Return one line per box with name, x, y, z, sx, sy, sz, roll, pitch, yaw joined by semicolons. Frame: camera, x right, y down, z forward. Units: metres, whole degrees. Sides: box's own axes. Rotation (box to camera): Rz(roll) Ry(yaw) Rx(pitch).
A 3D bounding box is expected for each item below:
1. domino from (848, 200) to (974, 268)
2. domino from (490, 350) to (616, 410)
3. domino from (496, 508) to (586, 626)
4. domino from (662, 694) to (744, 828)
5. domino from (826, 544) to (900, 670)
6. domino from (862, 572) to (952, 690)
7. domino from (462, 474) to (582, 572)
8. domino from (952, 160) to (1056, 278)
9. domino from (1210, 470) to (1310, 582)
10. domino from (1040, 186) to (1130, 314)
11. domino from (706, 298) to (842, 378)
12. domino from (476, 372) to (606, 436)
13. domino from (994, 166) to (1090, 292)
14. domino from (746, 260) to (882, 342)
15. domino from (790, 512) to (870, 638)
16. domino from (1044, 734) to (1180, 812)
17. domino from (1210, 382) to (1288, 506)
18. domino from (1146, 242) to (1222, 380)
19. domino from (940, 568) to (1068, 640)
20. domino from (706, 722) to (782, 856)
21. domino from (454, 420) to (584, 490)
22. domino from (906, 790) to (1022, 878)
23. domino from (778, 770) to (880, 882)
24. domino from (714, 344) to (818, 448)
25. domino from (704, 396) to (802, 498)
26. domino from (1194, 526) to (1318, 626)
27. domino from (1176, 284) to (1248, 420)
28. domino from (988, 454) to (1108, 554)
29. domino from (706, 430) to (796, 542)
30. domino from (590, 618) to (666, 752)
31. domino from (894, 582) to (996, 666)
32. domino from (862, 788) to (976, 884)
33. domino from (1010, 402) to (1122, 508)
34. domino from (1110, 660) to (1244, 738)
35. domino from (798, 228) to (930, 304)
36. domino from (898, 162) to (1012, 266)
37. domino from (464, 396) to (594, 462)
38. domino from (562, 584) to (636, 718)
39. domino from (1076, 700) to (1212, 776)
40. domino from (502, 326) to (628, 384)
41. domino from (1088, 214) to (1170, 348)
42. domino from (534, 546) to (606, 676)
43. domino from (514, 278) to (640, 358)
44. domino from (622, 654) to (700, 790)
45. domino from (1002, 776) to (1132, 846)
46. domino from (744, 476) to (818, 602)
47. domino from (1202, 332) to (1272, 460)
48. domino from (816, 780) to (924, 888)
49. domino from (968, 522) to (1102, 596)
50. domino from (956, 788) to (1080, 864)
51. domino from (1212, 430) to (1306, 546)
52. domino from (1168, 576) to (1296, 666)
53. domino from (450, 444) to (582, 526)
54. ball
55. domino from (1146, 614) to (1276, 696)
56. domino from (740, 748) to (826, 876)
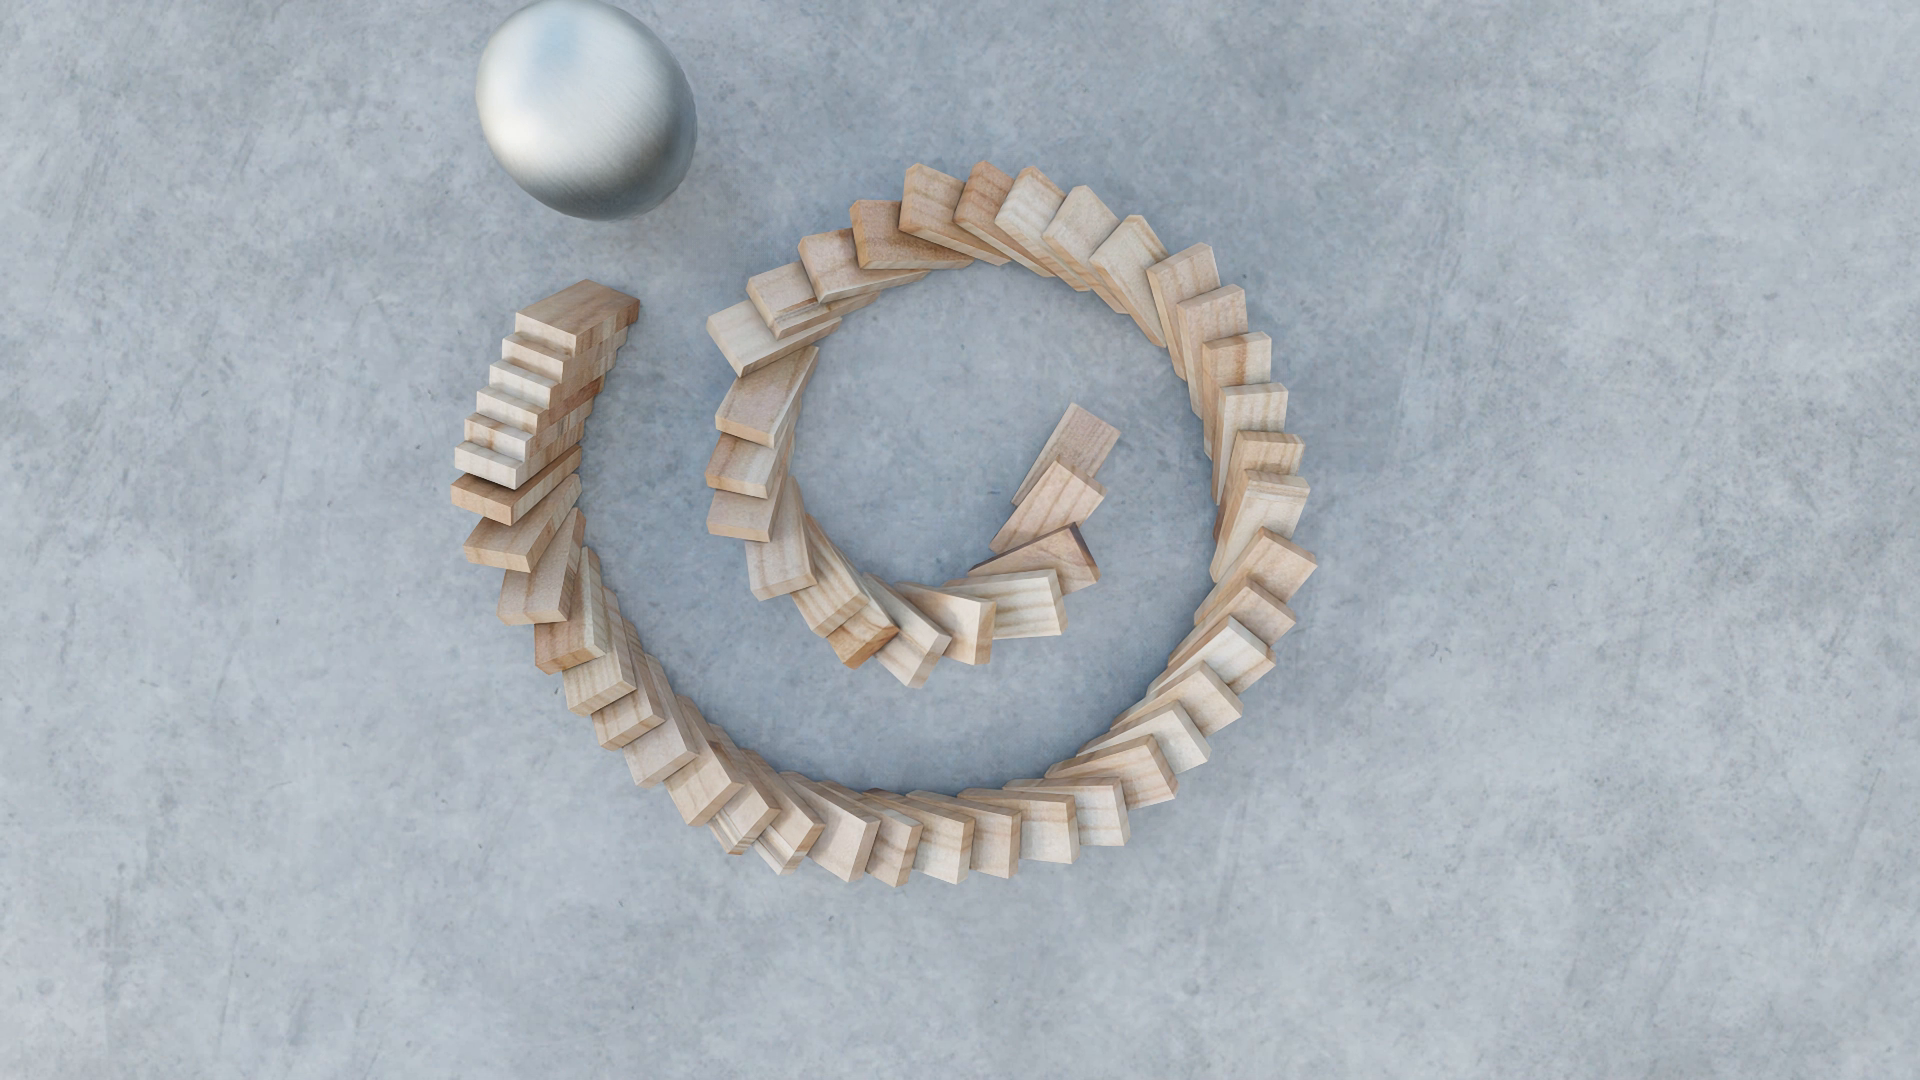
domino;-0.020;-0.127;0.383;0.050;0.010;0.025;-10;90;-30
domino;-0.166;-0.072;0.376;0.025;0.050;0.009;21;123;0
domino;-0.174;0.010;0.382;0.025;0.010;0.050;-5;57;0
domino;-0.113;0.091;0.383;0.025;0.009;0.050;-44;59;1
domino;-0.049;0.027;0.382;0.025;0.009;0.050;-41;55;1
domino;-0.028;0.037;0.380;0.050;0.009;0.025;36;98;37
domino;-0.180;-0.010;0.379;0.025;0.050;0.010;10;134;0
domino;0.023;-0.133;0.383;0.050;0.010;0.025;22;90;-31
domino;0.124;-0.004;0.382;0.025;0.010;0.050;8;122;-3
domino;0.059;-0.121;0.383;0.050;0.009;0.025;35;87;-30
domino;-0.077;-0.090;0.384;0.050;0.009;0.025;-34;87;-28
domino;-0.171;-0.061;0.376;0.025;0.050;0.009;21;123;0
domino;0.040;-0.129;0.382;0.050;0.009;0.025;30;86;-31
domino;-0.061;-0.105;0.384;0.050;0.010;0.025;-30;88;-27
domino;-0.060;0.014;0.382;0.025;0.009;0.050;-39;56;1
domino;0.063;0.101;0.382;0.050;0.009;0.025;-27;94;31
domino;0.120;-0.040;0.383;0.025;0.009;0.050;-5;121;0
domino;0.097;-0.095;0.382;0.025;0.010;0.050;-27;122;-1
domino;0.018;0.028;0.381;0.050;0.009;0.025;-7;106;29
domino;-0.099;0.103;0.383;0.025;0.009;0.050;-48;59;1
domino;-0.180;-0.040;0.376;0.025;0.050;0.009;20;123;0
domino;0.000;0.122;0.384;0.050;0.010;0.025;3;90;28
domino;-0.058;0.118;0.382;0.050;0.009;0.025;19;92;32
domino;-0.080;-0.064;0.383;0.025;0.009;0.050;19;59;0
domino;-0.085;-0.043;0.382;0.025;0.010;0.050;12;59;2
domino;0.123;0.021;0.383;0.025;0.009;0.050;29;119;-2
domino;0.107;-0.078;0.382;0.025;0.009;0.050;-19;122;-1
domino;0.036;-0.009;0.384;0.025;0.010;0.050;37;119;0
domino;-0.087;-0.025;0.384;0.025;0.009;0.050;8;61;0
domino;-0.143;0.060;0.383;0.025;0.010;0.050;-31;59;0
domino;-0.008;0.034;0.379;0.050;0.010;0.025;10;97;42
domino;-0.019;0.123;0.383;0.050;0.009;0.025;8;92;29
domino;0.045;-0.031;0.395;0.025;0.010;0.050;31;90;0
domino;0.090;0.074;0.383;0.025;0.009;0.050;48;121;0
domino;-0.040;-0.118;0.385;0.050;0.009;0.025;-21;90;-27
domino;0.000;-0.135;0.382;0.050;0.010;0.025;9;86;-32
domino;-0.176;-0.051;0.376;0.025;0.050;0.009;21;123;0
domino;-0.153;0.046;0.381;0.025;0.010;0.050;-29;55;2
domino;0.076;0.089;0.383;0.050;0.010;0.025;-35;90;31
domino;-0.161;-0.082;0.376;0.025;0.050;0.009;21;123;0
domino;0.079;-0.108;0.384;0.025;0.010;0.050;-47;120;0
domino;-0.163;0.029;0.382;0.025;0.009;0.050;-20;56;0
domino;-0.156;-0.092;0.376;0.025;0.050;0.010;21;123;0
domino;-0.131;0.075;0.384;0.025;0.010;0.050;-34;61;0
domino;0.044;0.113;0.383;0.050;0.009;0.025;-10;93;29
domino;-0.076;-0.001;0.382;0.025;0.010;0.050;-17;58;1
domino;0.115;-0.060;0.383;0.025;0.010;0.050;-11;121;-1
domino;-0.041;0.122;0.384;0.050;0.009;0.025;16;90;30
domino;0.031;0.014;0.383;0.050;0.010;0.025;-24;97;27
domino;0.024;0.119;0.383;0.050;0.009;0.025;-5;93;29
domino;0.124;-0.020;0.383;0.025;0.010;0.050;4;122;-1
domino;0.113;0.042;0.384;0.025;0.010;0.050;37;119;0
domino;-0.181;-0.027;0.377;0.025;0.050;0.010;20;126;1
ball;-0.145;-0.167;0.360;0.080;0.080;0.080;0;90;0
domino;0.104;0.057;0.382;0.025;0.010;0.050;39;121;-2
domino;-0.081;0.113;0.383;0.050;0.009;0.025;35;90;31
